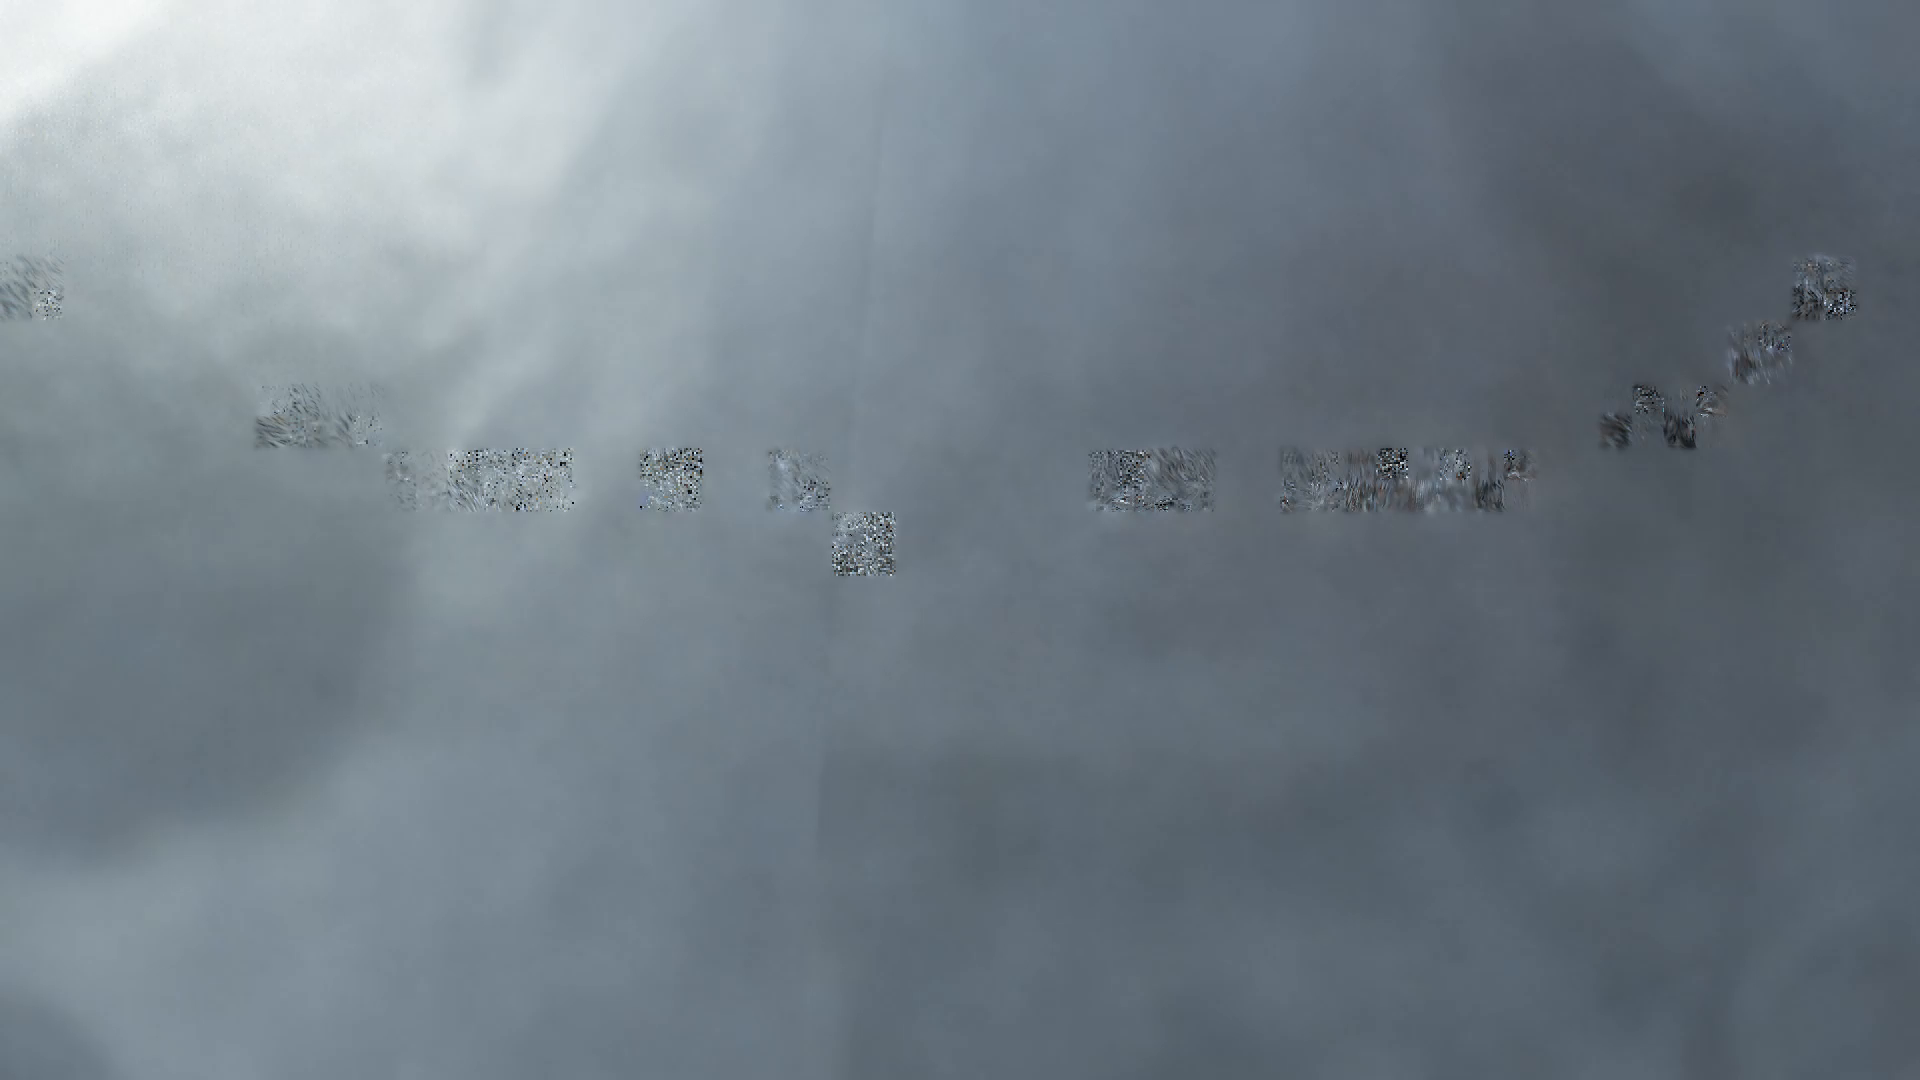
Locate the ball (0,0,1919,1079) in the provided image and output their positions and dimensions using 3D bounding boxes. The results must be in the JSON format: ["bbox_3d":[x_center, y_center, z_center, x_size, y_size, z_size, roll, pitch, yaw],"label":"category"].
[{"bbox_3d":[0.000,-0.002,0.056,0.080,0.080,0.080,0,4,0],"label":"ball"}]
